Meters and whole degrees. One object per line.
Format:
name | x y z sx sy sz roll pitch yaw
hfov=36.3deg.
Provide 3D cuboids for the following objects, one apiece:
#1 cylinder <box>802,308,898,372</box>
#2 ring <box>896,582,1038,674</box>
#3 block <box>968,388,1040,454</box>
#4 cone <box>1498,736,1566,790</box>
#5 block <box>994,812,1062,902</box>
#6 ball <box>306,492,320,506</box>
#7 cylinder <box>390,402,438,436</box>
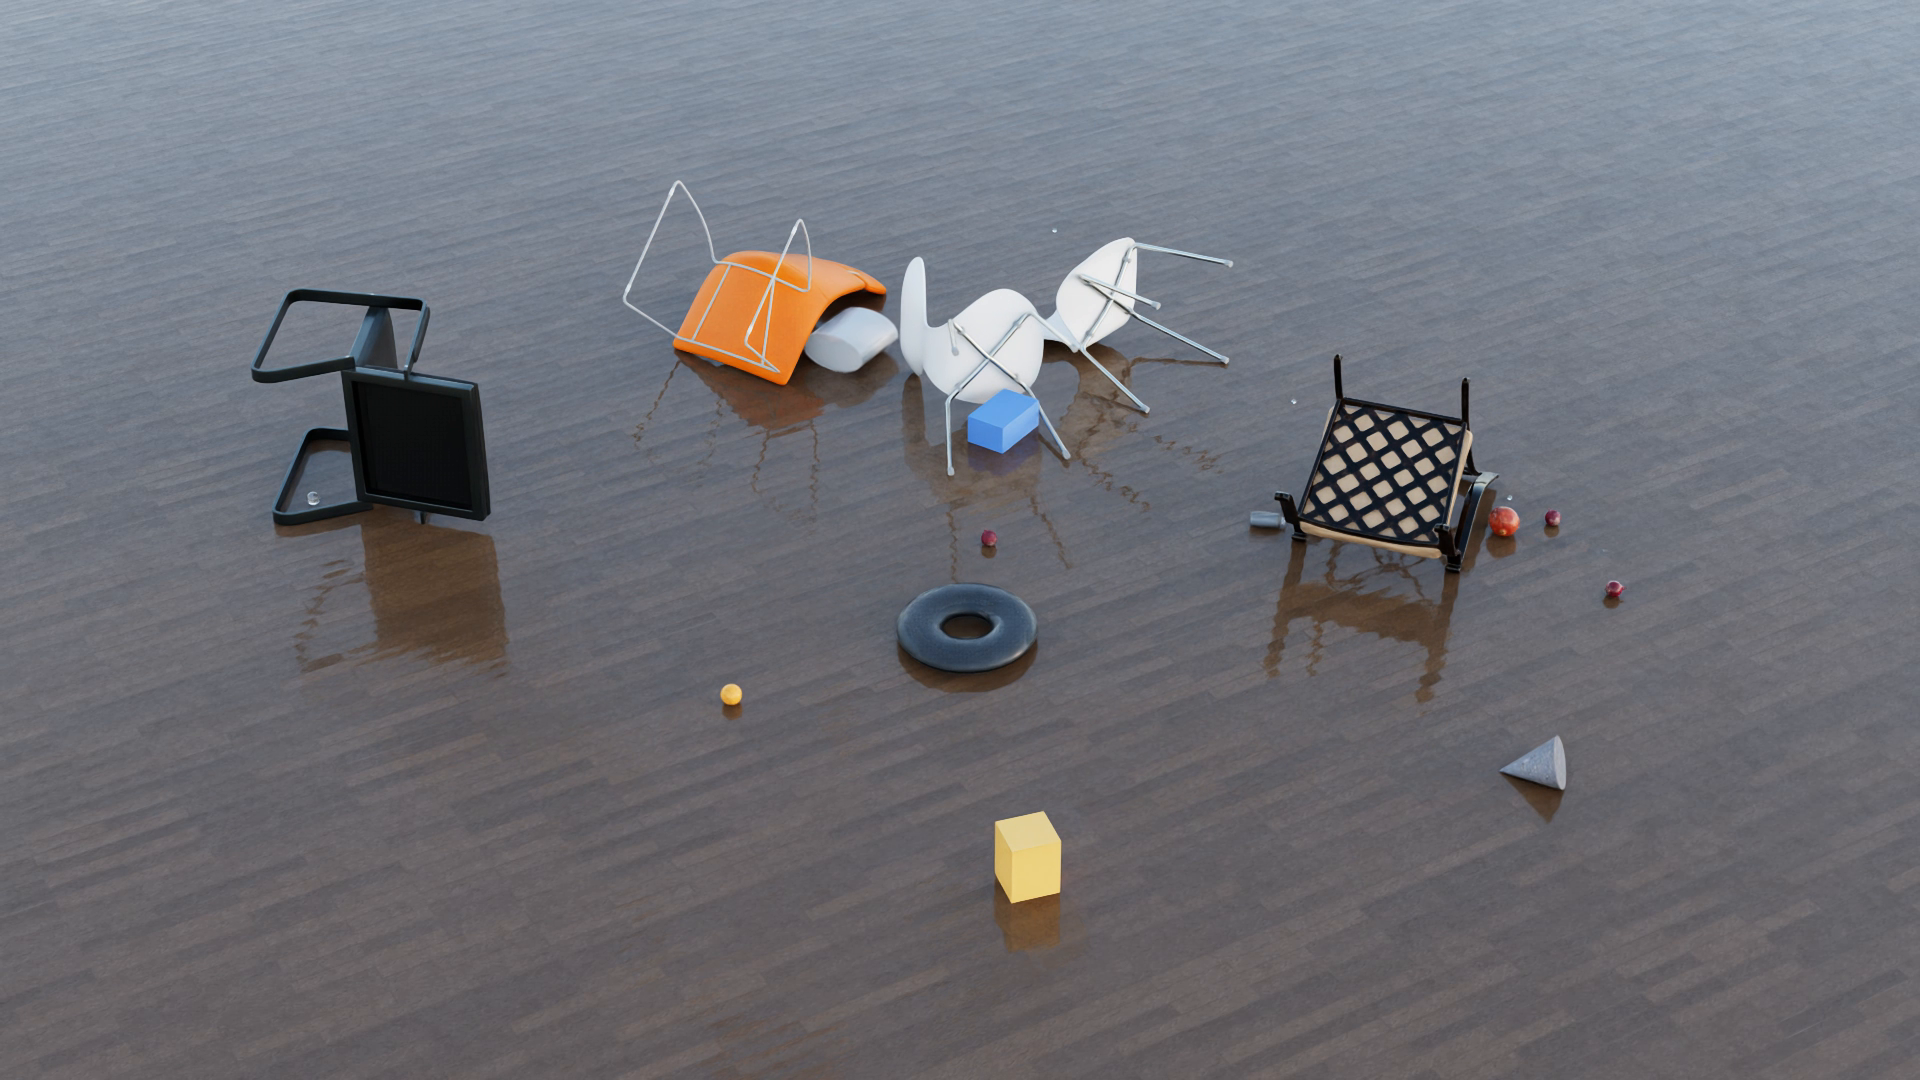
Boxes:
cylinder | -0.451 -0.823 12.045 0.295 0.163 0.265 16 36 28
ring | 0.025 0.310 10.395 0.501 0.088 0.521 10 35 14
block | 0.171 -0.470 11.553 0.165 0.115 0.260 20 38 28
cone | 1.889 0.753 9.734 0.209 0.155 0.207 -10 35 23
block | 0.213 0.999 9.239 0.162 0.208 0.157 -11 35 -16
ball | -2.457 -0.158 11.137 0.052 0.052 0.052 0 33 0
cylinder | -2.161 -0.477 11.598 0.125 0.077 0.182 9 39 13
